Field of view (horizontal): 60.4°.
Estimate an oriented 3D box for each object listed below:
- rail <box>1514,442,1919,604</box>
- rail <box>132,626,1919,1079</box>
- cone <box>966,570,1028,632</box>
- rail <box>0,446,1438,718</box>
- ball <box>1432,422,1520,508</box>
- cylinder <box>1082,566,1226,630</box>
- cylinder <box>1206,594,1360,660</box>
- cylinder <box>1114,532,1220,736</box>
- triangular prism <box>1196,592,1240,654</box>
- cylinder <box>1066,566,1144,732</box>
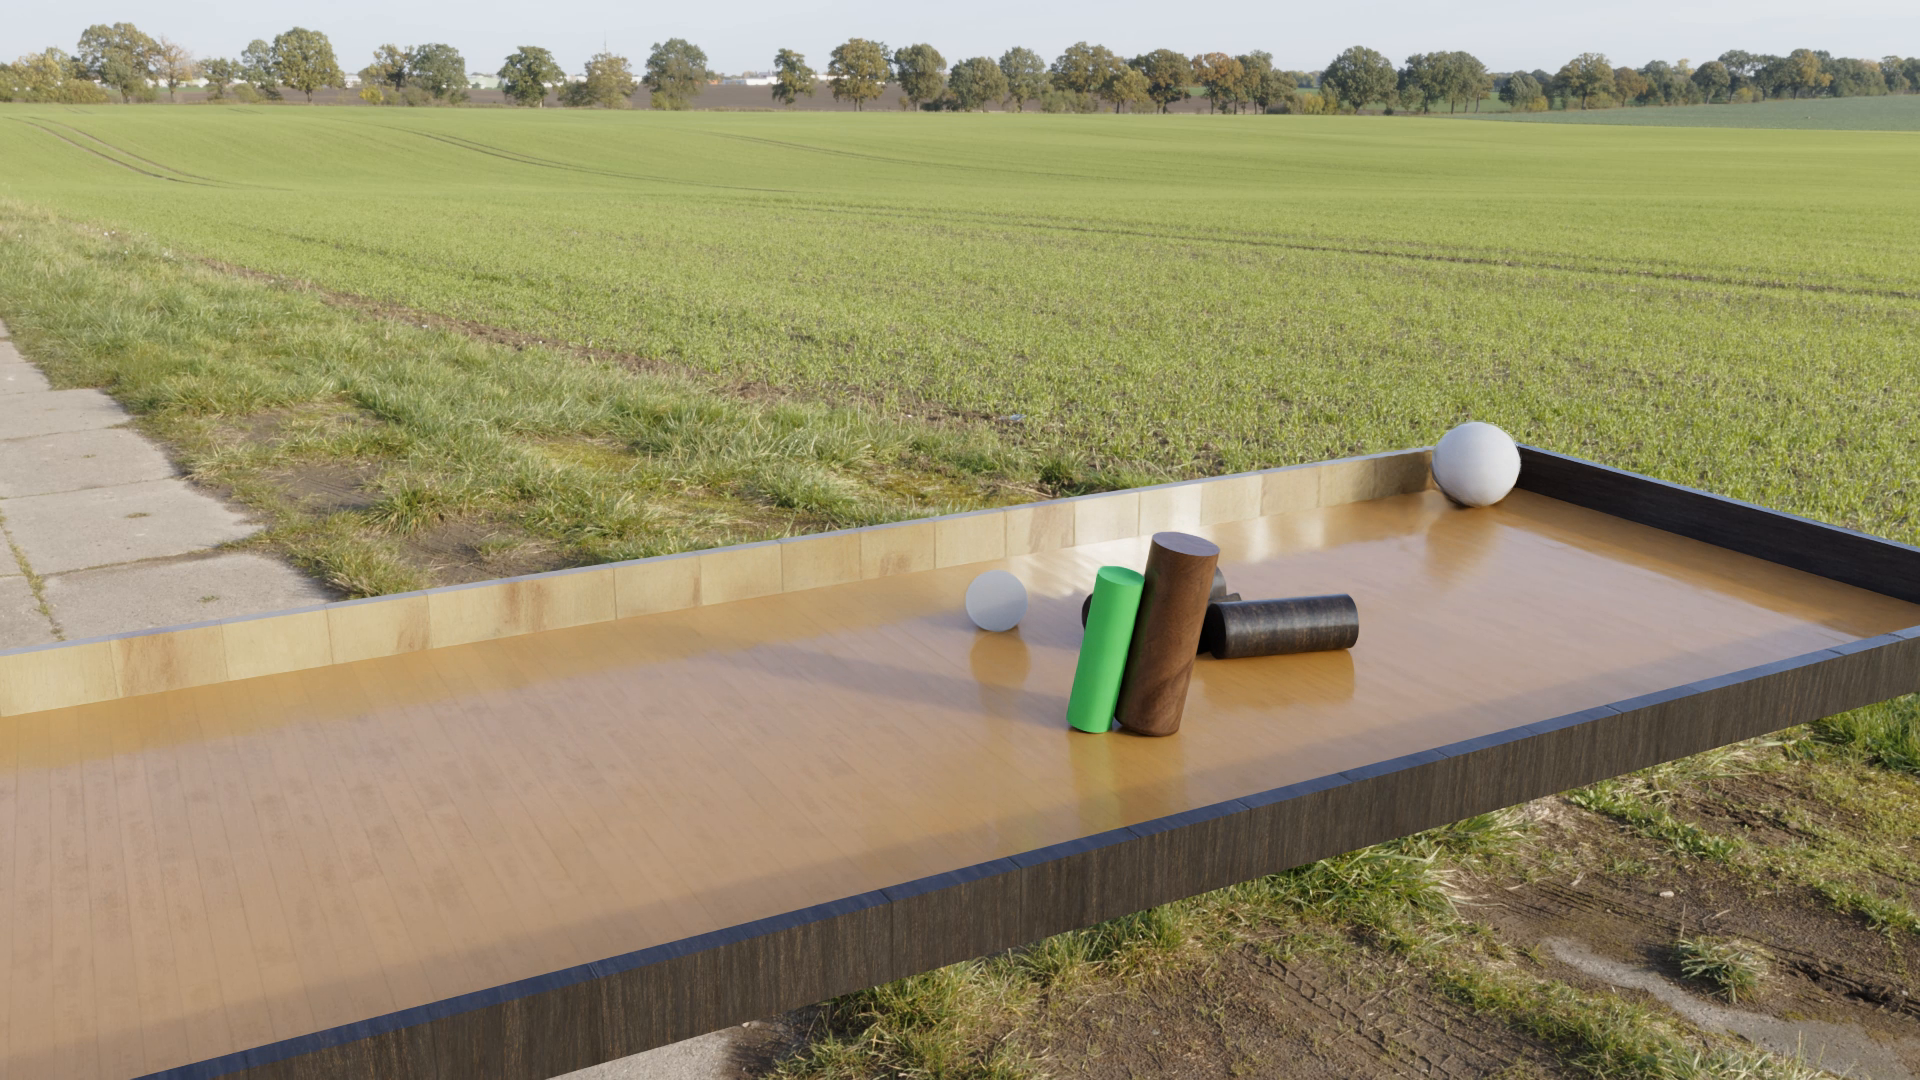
[{"bbox_3d":[2.466,-0.048,5.253,0.050,0.150,2.100,-9,18,-27],"label":"rail"},{"bbox_3d":[-2.336,1.006,1.665,12.000,0.150,0.050,-9,18,-27],"label":"rail"},{"bbox_3d":[0.114,0.143,4.721,0.170,0.170,0.457,1,6,3],"label":"cone"},{"bbox_3d":[-3.305,0.497,3.399,12.000,0.150,0.050,-9,18,-27],"label":"rail"},{"bbox_3d":[1.787,-0.261,5.719,0.295,0.295,0.295,0,16,0],"label":"ball"},{"bbox_3d":[0.530,0.173,4.467,0.170,0.170,0.421,15,22,42],"label":"cylinder"},{"bbox_3d":[0.844,0.225,4.328,0.368,0.147,0.147,-4,17,-12],"label":"cylinder"},{"bbox_3d":[0.474,0.216,3.796,0.155,0.445,0.155,9,18,-3],"label":"cylinder"},{"bbox_3d":[0.636,0.223,4.399,0.320,0.106,0.122,-14,21,-39],"label":"triangular prism"},{"bbox_3d":[0.334,0.253,3.803,0.109,0.376,0.109,9,21,-3],"label":"cylinder"}]
